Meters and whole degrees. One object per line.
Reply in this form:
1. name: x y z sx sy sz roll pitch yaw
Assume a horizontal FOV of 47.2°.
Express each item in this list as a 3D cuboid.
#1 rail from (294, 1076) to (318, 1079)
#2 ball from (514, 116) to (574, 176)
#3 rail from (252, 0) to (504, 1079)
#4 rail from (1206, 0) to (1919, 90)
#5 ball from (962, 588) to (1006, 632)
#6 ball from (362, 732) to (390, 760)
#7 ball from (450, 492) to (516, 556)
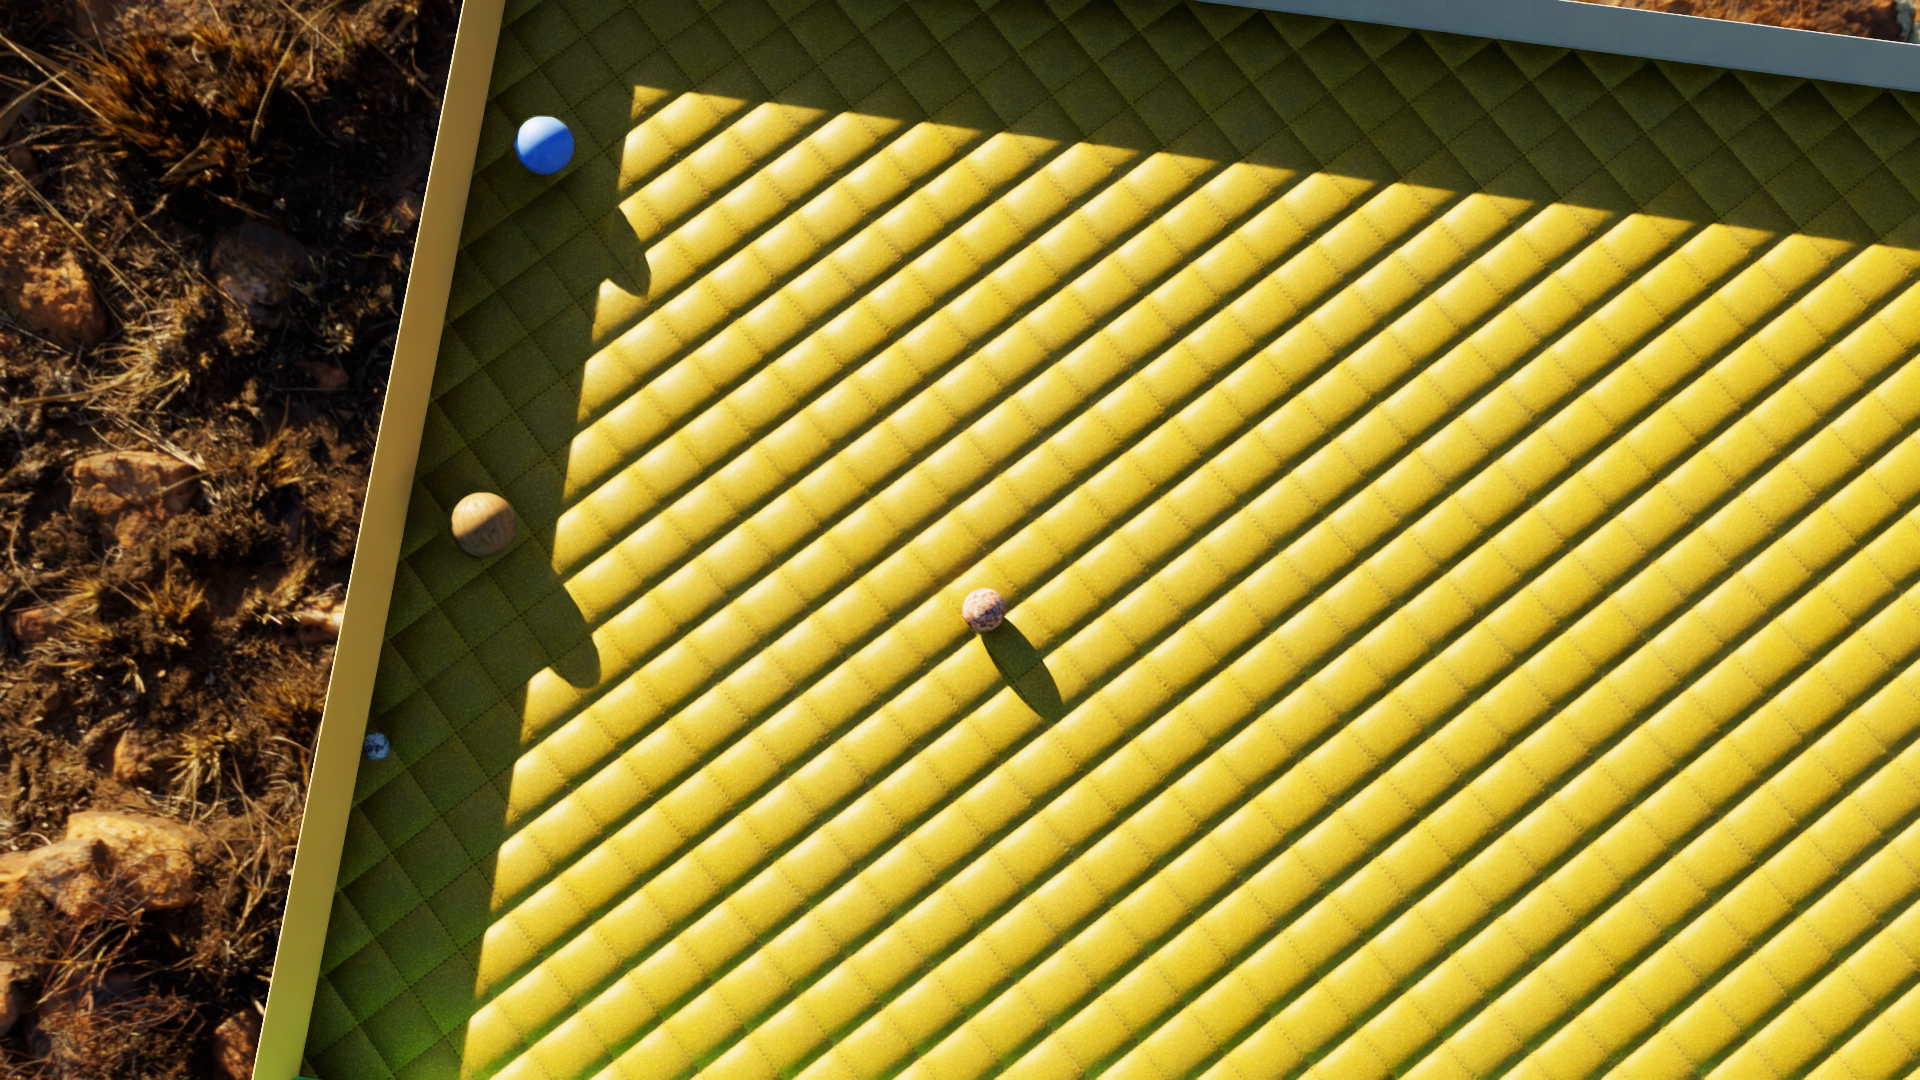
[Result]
1. rail: 0.736 1.005 3.065 3.477 0.126 0.045 8 78 2
2. ball: -0.646 -0.613 3.420 0.091 0.091 0.091 0 78 0
3. rail: -0.838 -0.118 3.298 0.045 0.126 1.896 8 78 2
4. rail: 0.986 -0.788 3.437 3.477 0.126 0.045 8 78 2
5. ball: 0.036 0.104 3.284 0.065 0.065 0.065 0 78 0
6. ball: -0.864 0.304 3.255 0.040 0.040 0.040 0 78 0
7. ball: -0.714 -0.023 3.294 0.097 0.097 0.097 0 78 0
